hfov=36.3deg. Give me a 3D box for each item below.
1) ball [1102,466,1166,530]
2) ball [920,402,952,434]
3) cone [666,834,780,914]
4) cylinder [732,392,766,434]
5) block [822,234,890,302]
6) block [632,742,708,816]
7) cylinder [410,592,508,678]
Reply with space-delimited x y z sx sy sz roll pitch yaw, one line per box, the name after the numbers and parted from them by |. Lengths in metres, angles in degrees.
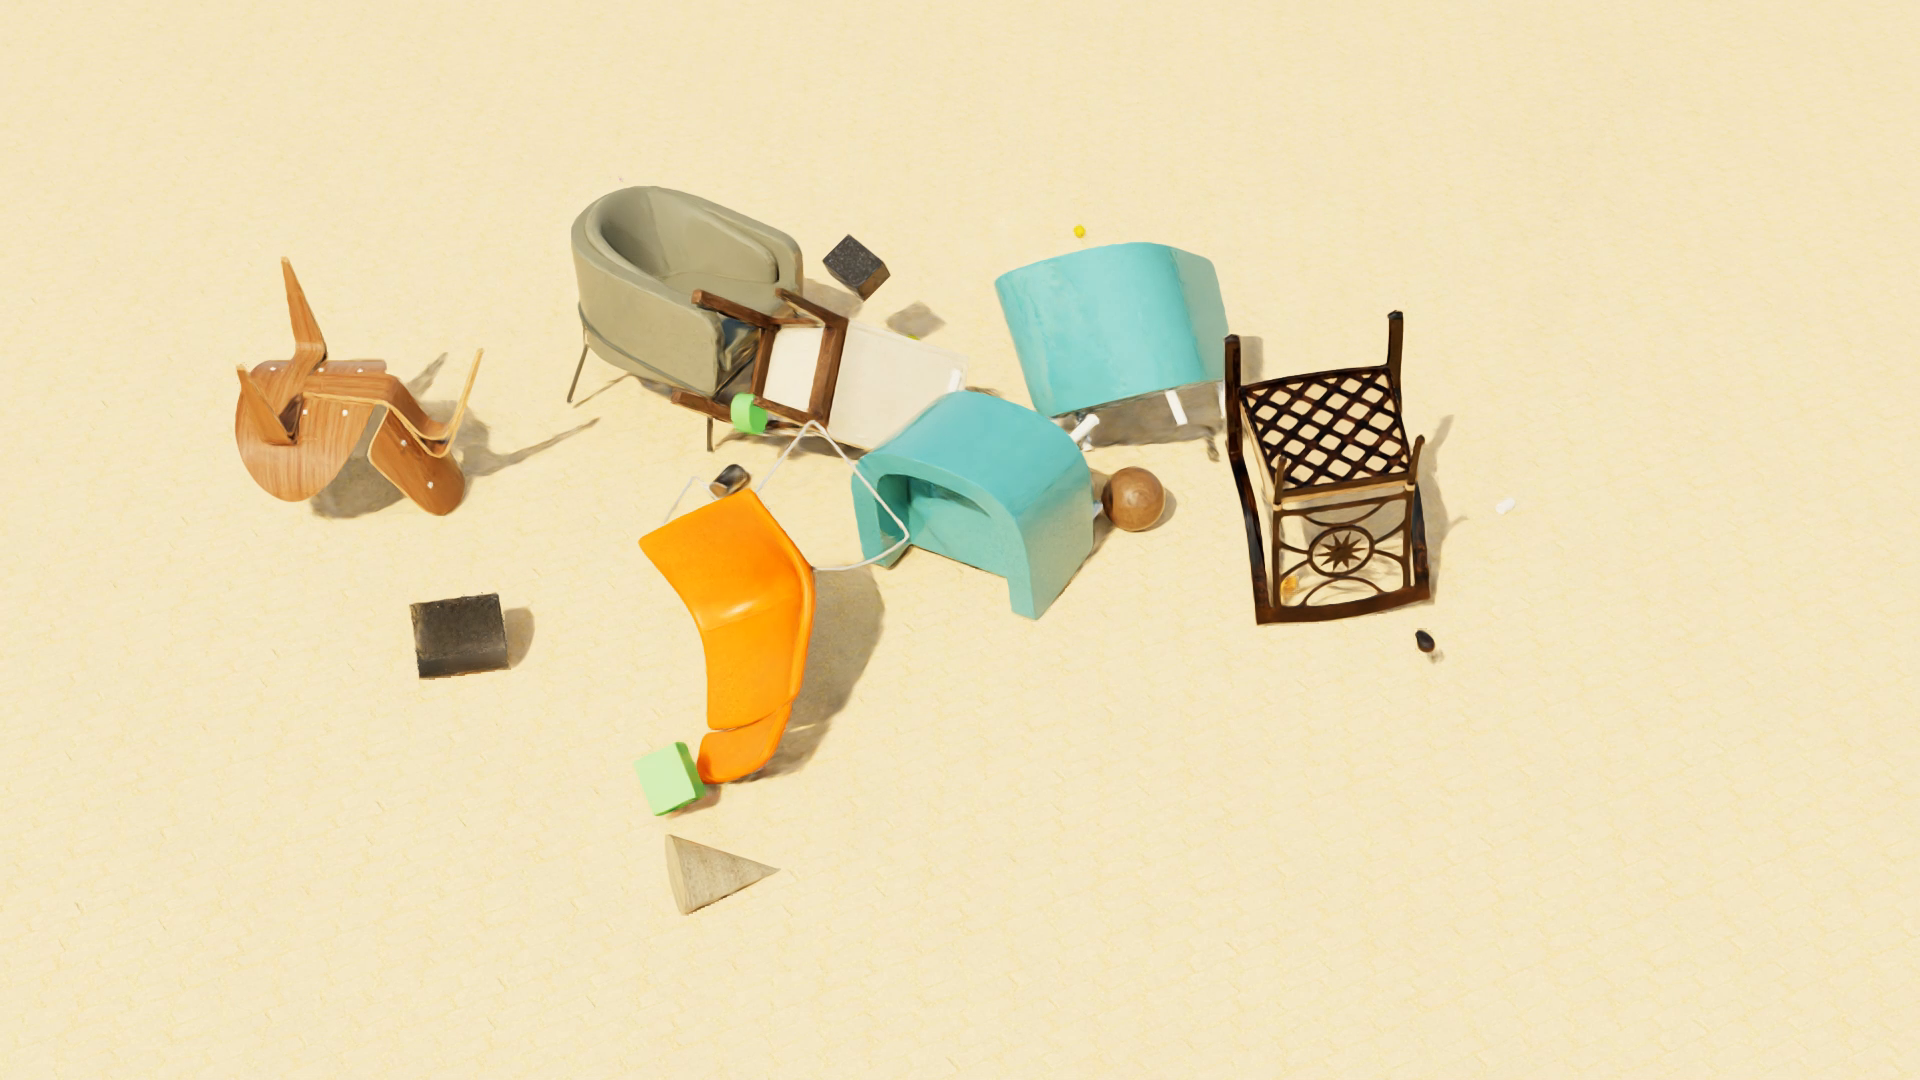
0.649 -0.155 10.961 0.240 0.240 0.240 0 33 0 | ball
-0.096 -0.481 11.559 0.127 0.127 0.127 0 33 0 | ball
-0.732 1.051 9.286 0.351 0.131 0.315 0 43 -21 | cone
-0.791 -0.473 10.990 0.084 0.154 0.106 11 30 34 | cylinder
-0.409 -1.074 11.582 0.153 0.111 0.209 -45 63 -8 | block
-0.940 0.774 9.498 0.158 0.188 0.106 -26 -9 12 | block
-1.752 0.333 10.246 0.308 0.191 0.289 -7 58 -11 | cylinder
